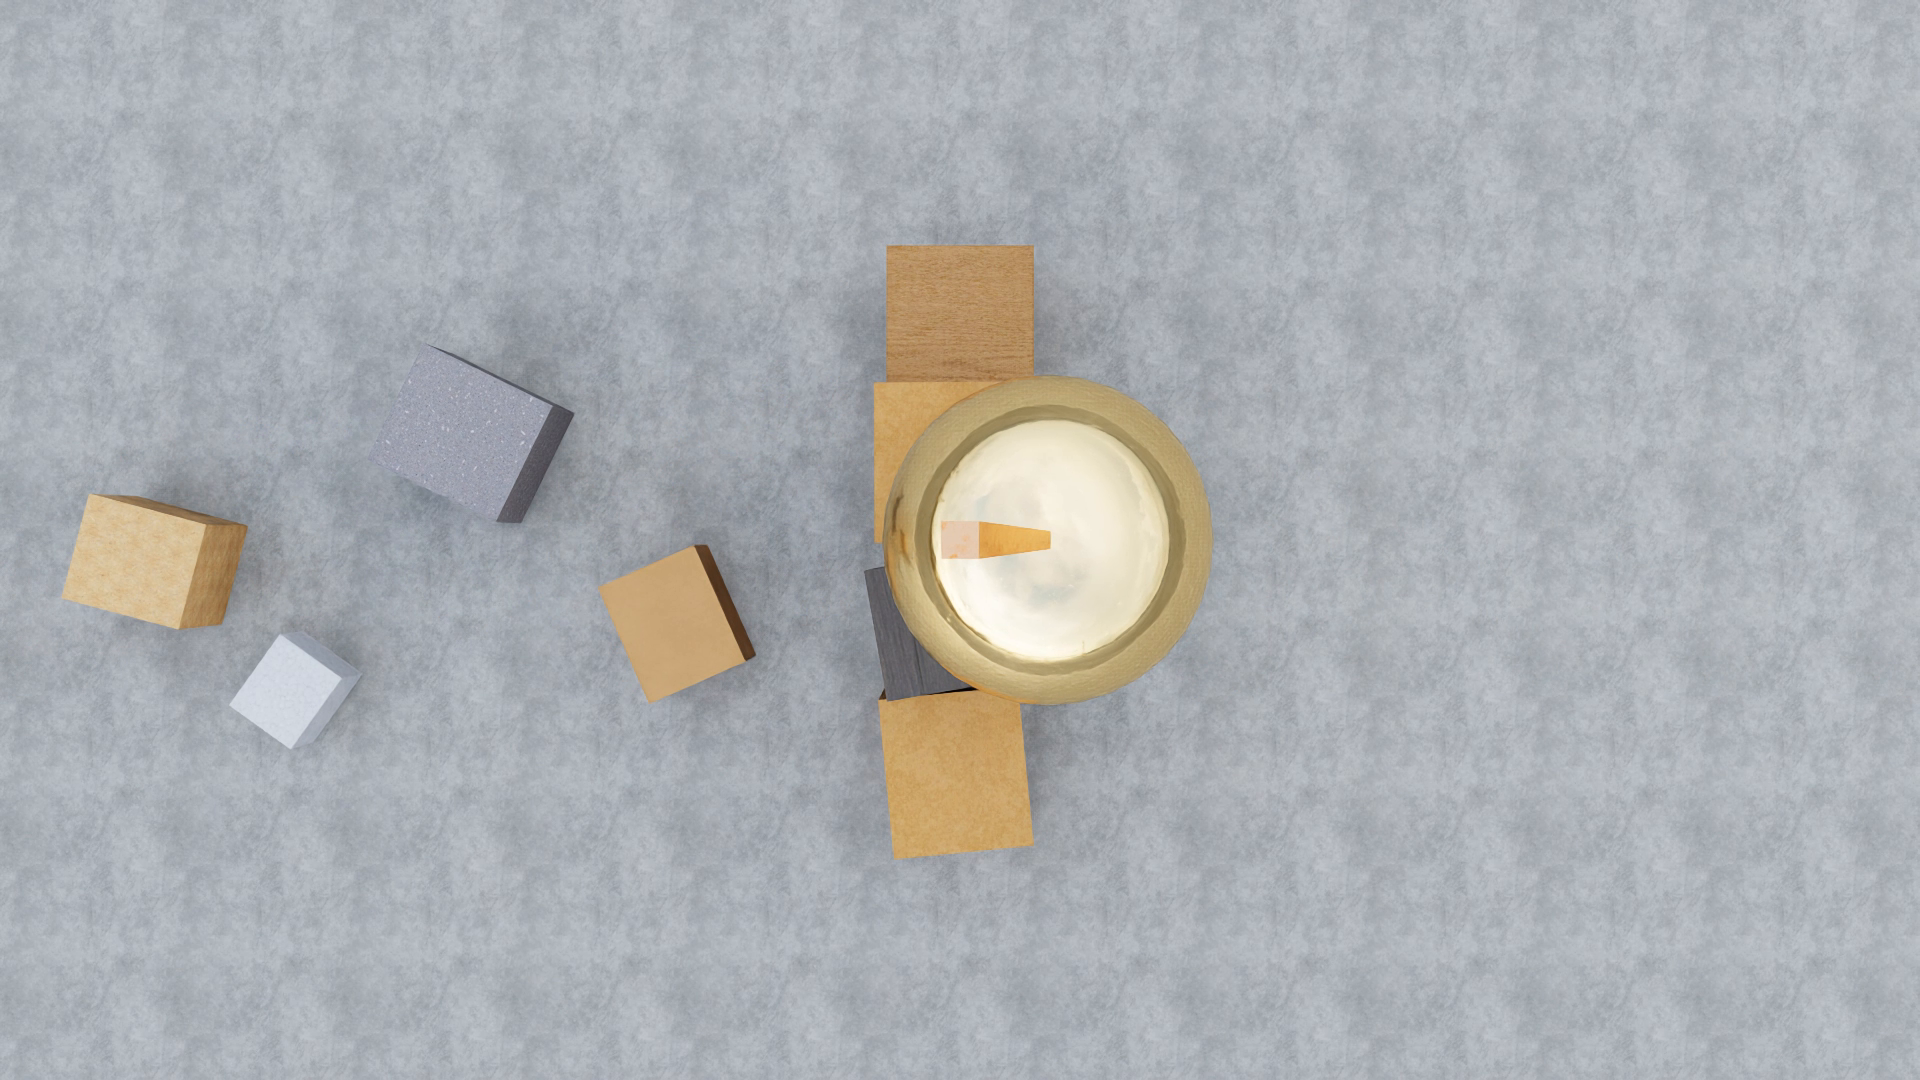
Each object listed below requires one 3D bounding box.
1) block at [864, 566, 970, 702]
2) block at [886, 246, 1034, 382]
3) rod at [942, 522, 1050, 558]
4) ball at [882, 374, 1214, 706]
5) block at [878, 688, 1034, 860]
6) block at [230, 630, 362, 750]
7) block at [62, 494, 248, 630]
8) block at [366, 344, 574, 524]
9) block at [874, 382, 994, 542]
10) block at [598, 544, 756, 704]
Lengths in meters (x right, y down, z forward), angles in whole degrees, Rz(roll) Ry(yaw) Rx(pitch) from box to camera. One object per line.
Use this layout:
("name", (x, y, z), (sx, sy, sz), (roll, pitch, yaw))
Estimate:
("block", (-0.095, 0.438, 11.783), (0.697, 0.795, 0.688), (-10, 90, 0))
("block", (0.001, -1.263, 12.642), (0.822, 0.717, 0.767), (0, 90, 0))
("rod", (0.183, 0.000, 7.229), (0.080, 5.200, 0.080), (0, 90, 4))
("ball", (0.421, 0.000, 10.621), (1.600, 1.600, 1.600), (0, 90, 0))
("block", (-0.022, 1.276, 12.528), (0.771, 0.945, 0.878), (-6, 90, 0))
("block", (-3.853, 0.866, 12.779), (0.434, 0.443, 0.500), (36, 90, 0))
("block", (-4.611, 0.120, 12.637), (0.677, 0.727, 0.605), (15, 90, 0))
("block", (-2.795, -0.600, 12.641), (0.801, 0.717, 0.724), (26, 90, 0))
("block", (0.007, -0.428, 12.563), (0.959, 0.873, 0.885), (0, 90, 0))
("block", (-1.617, 0.474, 12.661), (0.589, 0.677, 0.714), (-24, 90, 0))
